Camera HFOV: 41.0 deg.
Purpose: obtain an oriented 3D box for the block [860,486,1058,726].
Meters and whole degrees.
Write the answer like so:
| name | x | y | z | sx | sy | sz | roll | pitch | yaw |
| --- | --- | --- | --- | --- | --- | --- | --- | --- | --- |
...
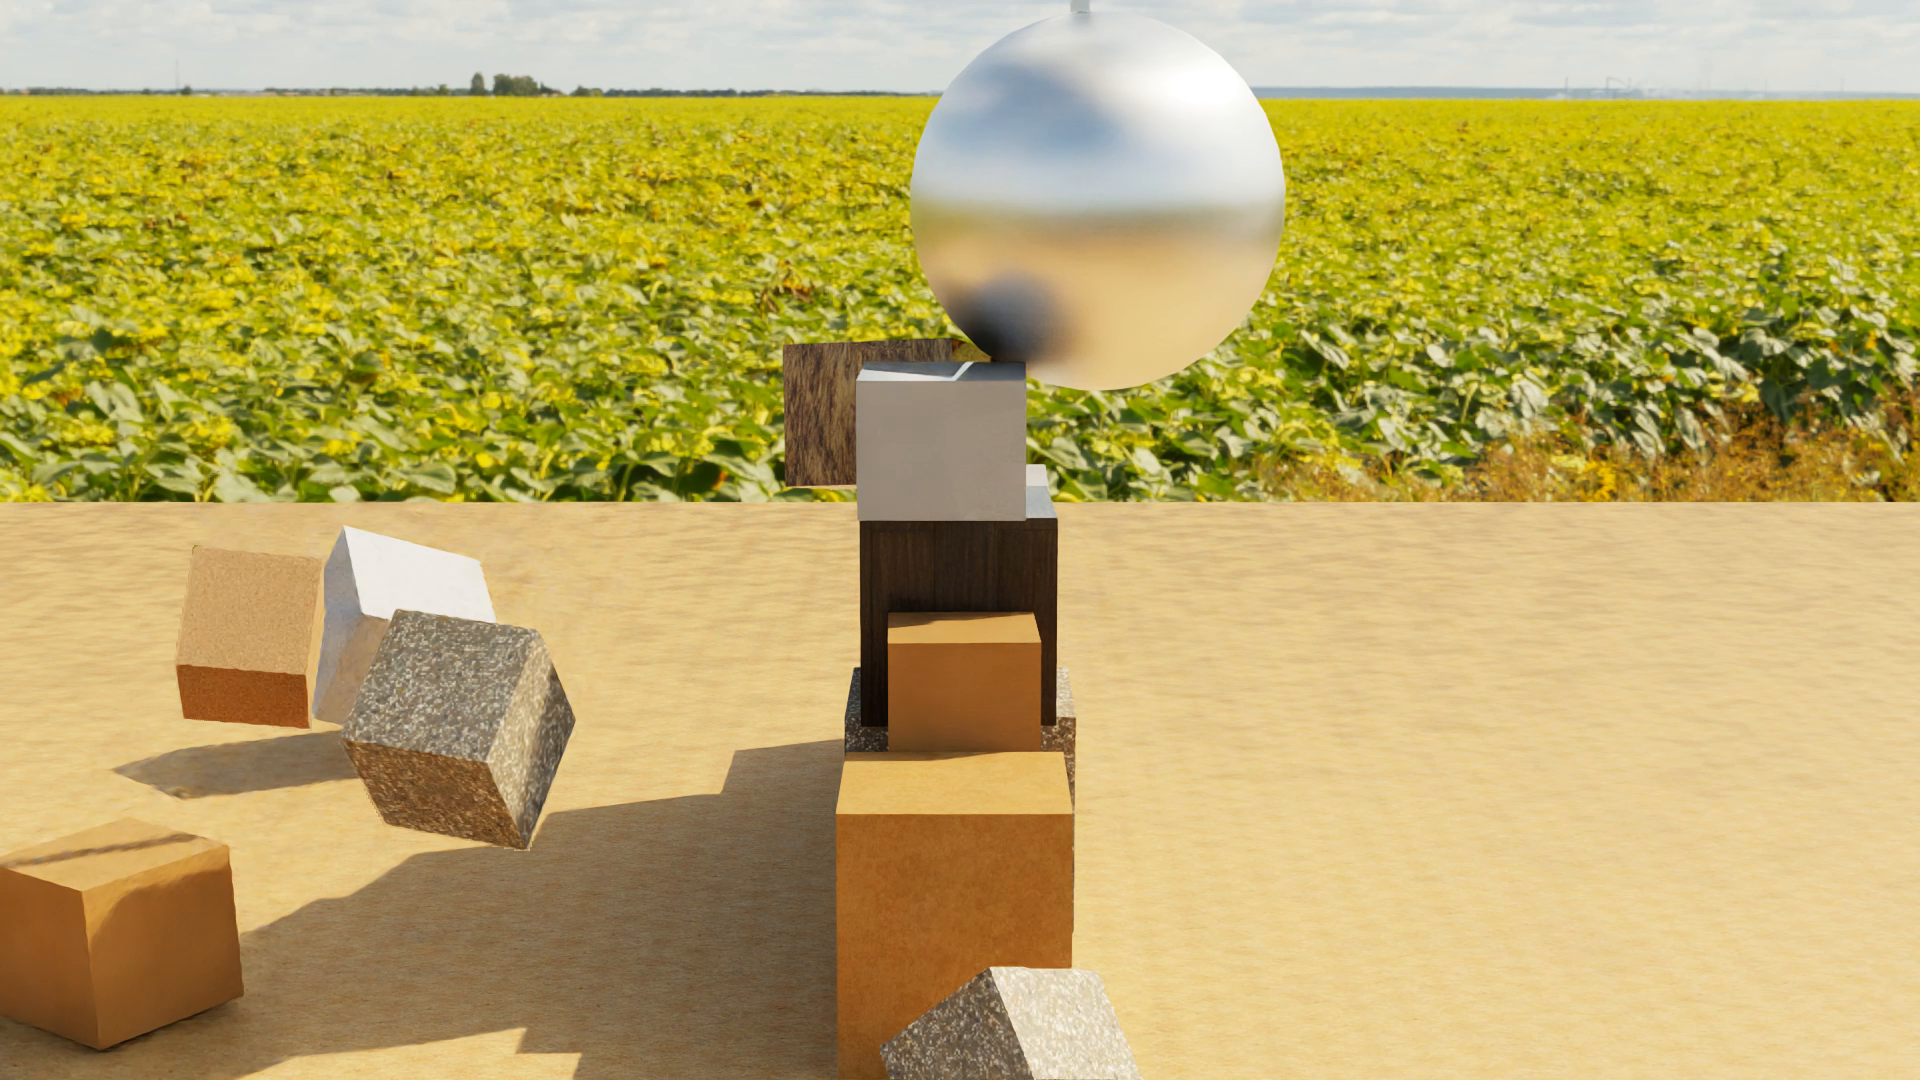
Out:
| name | x | y | z | sx | sy | sz | roll | pitch | yaw |
| --- | --- | --- | --- | --- | --- | --- | --- | --- | --- |
| block | -0.015 | 0.259 | 10.642 | 0.787 | 0.849 | 0.806 | 0 | 10 | -1 |

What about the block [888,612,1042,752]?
| name | x | y | z | sx | sy | sz | roll | pitch | yaw |
| --- | --- | --- | --- | --- | --- | --- | --- | --- | --- |
| block | 0.010 | 0.669 | 10.022 | 0.579 | 0.674 | 0.562 | 0 | 10 | -1 |

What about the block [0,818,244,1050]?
| name | x | y | z | sx | sy | sz | roll | pitch | yaw |
| --- | --- | --- | --- | --- | --- | --- | --- | --- | --- |
| block | -3.192 | 1.469 | 9.685 | 0.647 | 0.605 | 0.629 | 6 | 14 | 38 |

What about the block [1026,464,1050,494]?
| name | x | y | z | sx | sy | sz | roll | pitch | yaw |
| --- | --- | --- | --- | --- | --- | --- | --- | --- | --- |
| block | -0.013 | 0.059 | 12.427 | 0.866 | 0.734 | 0.825 | 0 | 10 | 1 |

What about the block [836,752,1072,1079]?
| name | x | y | z | sx | sy | sz | roll | pitch | yaw |
| --- | --- | --- | --- | --- | --- | --- | --- | --- | --- |
| block | -0.020 | 1.355 | 9.389 | 0.822 | 0.974 | 0.823 | 0 | 10 | 0 |

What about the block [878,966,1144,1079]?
| name | x | y | z | sx | sy | sz | roll | pitch | yaw |
| --- | --- | --- | --- | --- | --- | --- | --- | --- | --- |
| block | 0.174 | 1.678 | 8.017 | 0.520 | 0.478 | 0.529 | -41 | -33 | 29 |

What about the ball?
| name | x | y | z | sx | sy | sz | roll | pitch | yaw |
| --- | --- | --- | --- | --- | --- | --- | --- | --- | --- |
| ball | 0.583 | -1.437 | 10.919 | 1.600 | 1.600 | 1.600 | 0 | 10 | 0 |

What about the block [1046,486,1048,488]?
| name | x | y | z | sx | sy | sz | roll | pitch | yaw |
| --- | --- | --- | --- | --- | --- | --- | --- | --- | --- |
| block | -0.014 | 0.167 | 11.538 | 0.798 | 0.794 | 0.829 | 0 | -1 | 1 |

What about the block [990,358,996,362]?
| name | x | y | z | sx | sy | sz | roll | pitch | yaw |
| --- | --- | --- | --- | --- | --- | --- | --- | --- | --- |
| block | -0.105 | -0.558 | 11.927 | 0.671 | 0.590 | 0.669 | 2 | 4 | 10 |

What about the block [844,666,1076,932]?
| name | x | y | z | sx | sy | sz | roll | pitch | yaw |
| --- | --- | --- | --- | --- | --- | --- | --- | --- | --- |
| block | 0.001 | 1.093 | 10.989 | 0.944 | 0.917 | 0.900 | 0 | 10 | 0 |

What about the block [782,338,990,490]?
| name | x | y | z | sx | sy | sz | roll | pitch | yaw |
| --- | --- | --- | --- | --- | --- | --- | --- | --- | --- |
| block | -0.306 | -0.541 | 11.237 | 0.749 | 0.610 | 0.685 | -1 | 0 | 14 |

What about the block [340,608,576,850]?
| name | x | y | z | sx | sy | sz | roll | pitch | yaw |
| --- | --- | --- | --- | --- | --- | --- | --- | --- | --- |
| block | -1.866 | 0.707 | 9.606 | 0.573 | 0.628 | 0.579 | 8 | 55 | 12 |

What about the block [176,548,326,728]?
| name | x | y | z | sx | sy | sz | roll | pitch | yaw |
| --- | --- | --- | --- | --- | --- | --- | --- | --- | --- |
| block | -3.177 | 0.444 | 11.526 | 0.553 | 0.588 | 0.537 | 5 | -31 | -9 |

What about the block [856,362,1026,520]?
| name | x | y | z | sx | sy | sz | roll | pitch | yaw |
| --- | --- | --- | --- | --- | --- | --- | --- | --- | --- |
| block | -0.067 | -0.409 | 10.396 | 0.666 | 0.554 | 0.669 | 0 | 10 | 1 |

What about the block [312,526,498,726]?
| name | x | y | z | sx | sy | sz | roll | pitch | yaw |
| --- | --- | --- | --- | --- | --- | --- | --- | --- | --- |
| block | -2.936 | 0.509 | 13.422 | 0.763 | 0.676 | 0.817 | 16 | 26 | -29 |

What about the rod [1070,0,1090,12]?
| name | x | y | z | sx | sy | sz | roll | pitch | yaw |
| --- | --- | --- | --- | --- | --- | --- | --- | --- | --- |
| rod | 0.253 | -4.766 | 10.314 | 0.080 | 5.200 | 0.080 | -5 | 10 | 1 |
